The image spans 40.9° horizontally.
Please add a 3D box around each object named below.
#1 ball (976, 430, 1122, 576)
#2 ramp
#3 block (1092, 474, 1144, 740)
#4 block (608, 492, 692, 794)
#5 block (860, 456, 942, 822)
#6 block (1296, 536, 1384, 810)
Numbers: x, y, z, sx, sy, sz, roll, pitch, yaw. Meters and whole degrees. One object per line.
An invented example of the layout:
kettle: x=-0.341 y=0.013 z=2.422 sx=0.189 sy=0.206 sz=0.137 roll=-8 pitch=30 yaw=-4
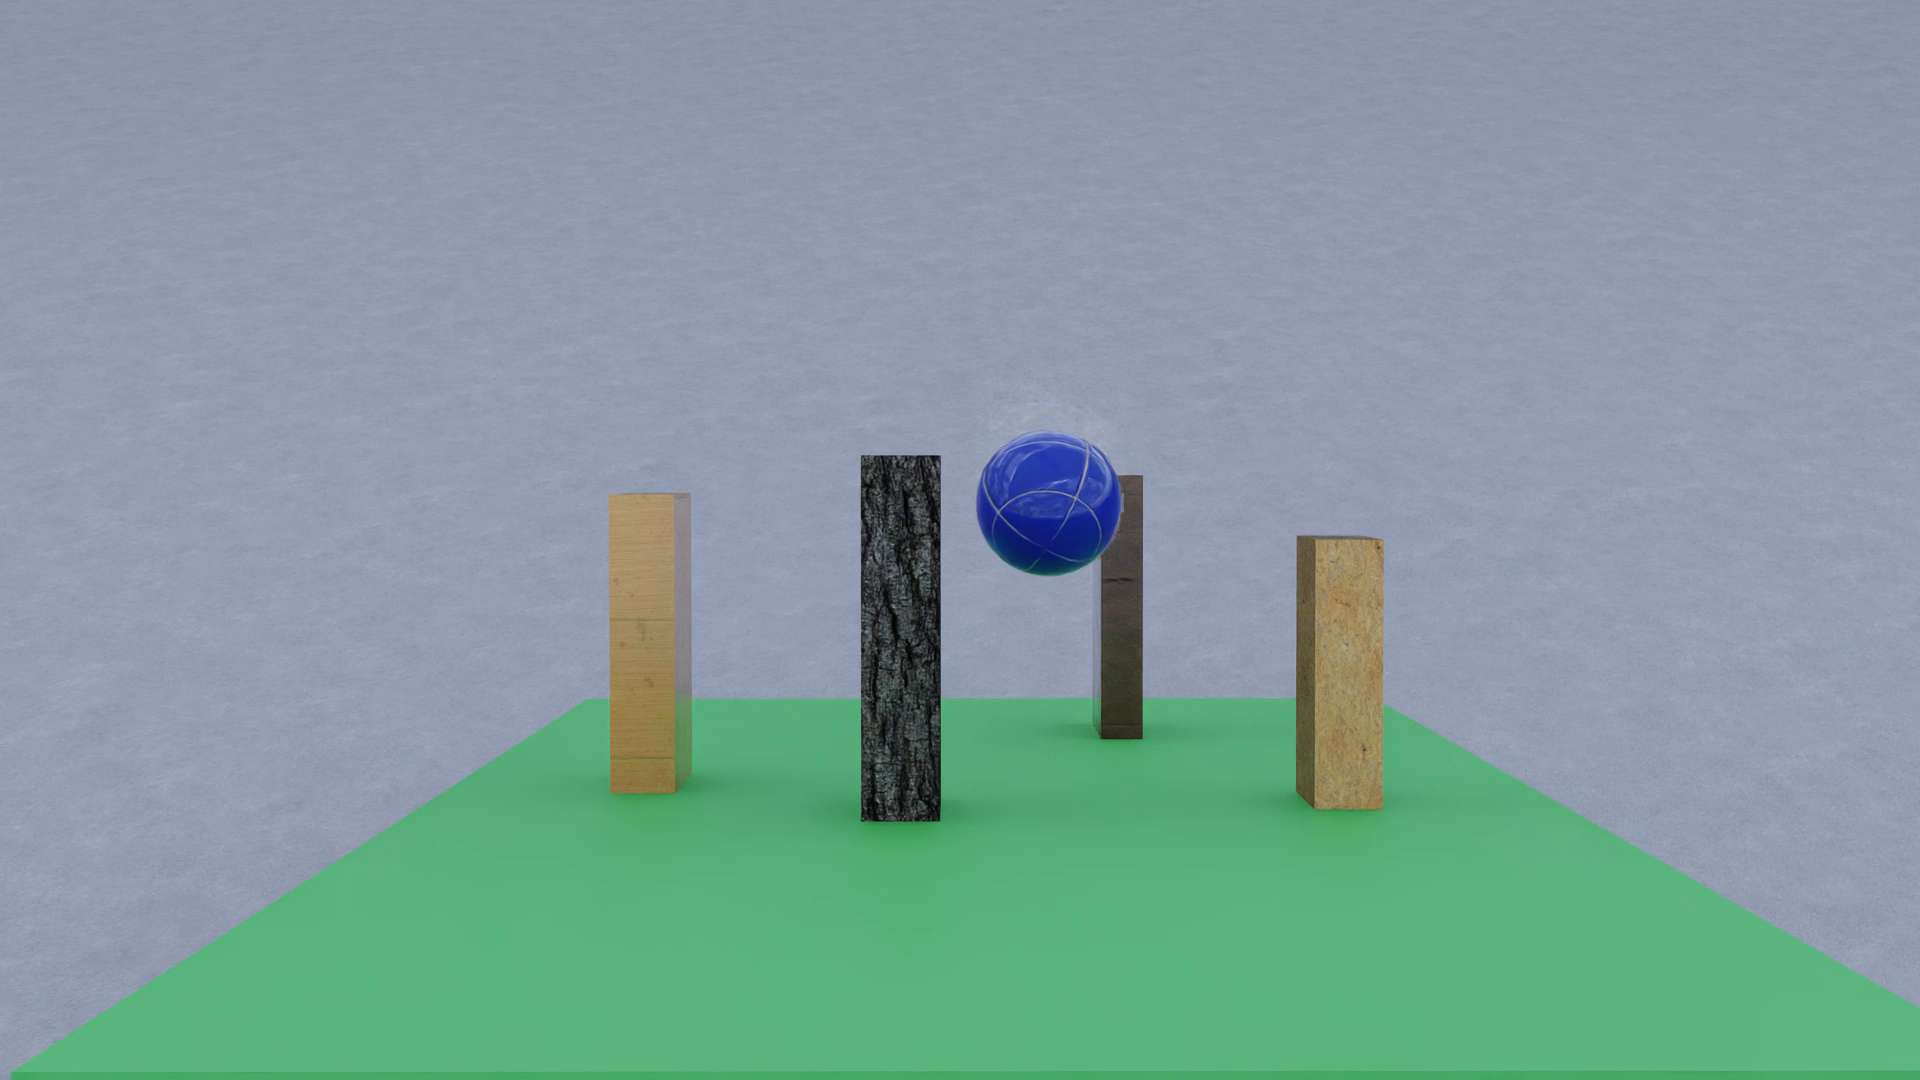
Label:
ball: x=0.089 y=-0.037 z=2.575 sx=0.147 sy=0.147 sz=0.147 roll=0 pitch=25 yaw=0
ramp: x=0.057 y=0.515 z=4.555 sx=2.000 sy=0.100 sz=4.000 roll=0 pitch=2 yaw=0
block: x=0.351 y=0.141 z=5.760 sx=0.090 sy=0.572 sz=0.356 roll=0 pitch=2 yaw=0
block: x=-0.578 y=0.184 z=4.832 sx=0.118 sy=0.543 sz=0.308 roll=0 pitch=2 yaw=0
block: x=-0.100 y=0.161 z=4.453 sx=0.132 sy=0.614 sz=0.285 roll=0 pitch=2 yaw=0
block: x=0.673 y=0.229 z=4.584 sx=0.118 sy=0.468 sz=0.248 roll=0 pitch=2 yaw=0
